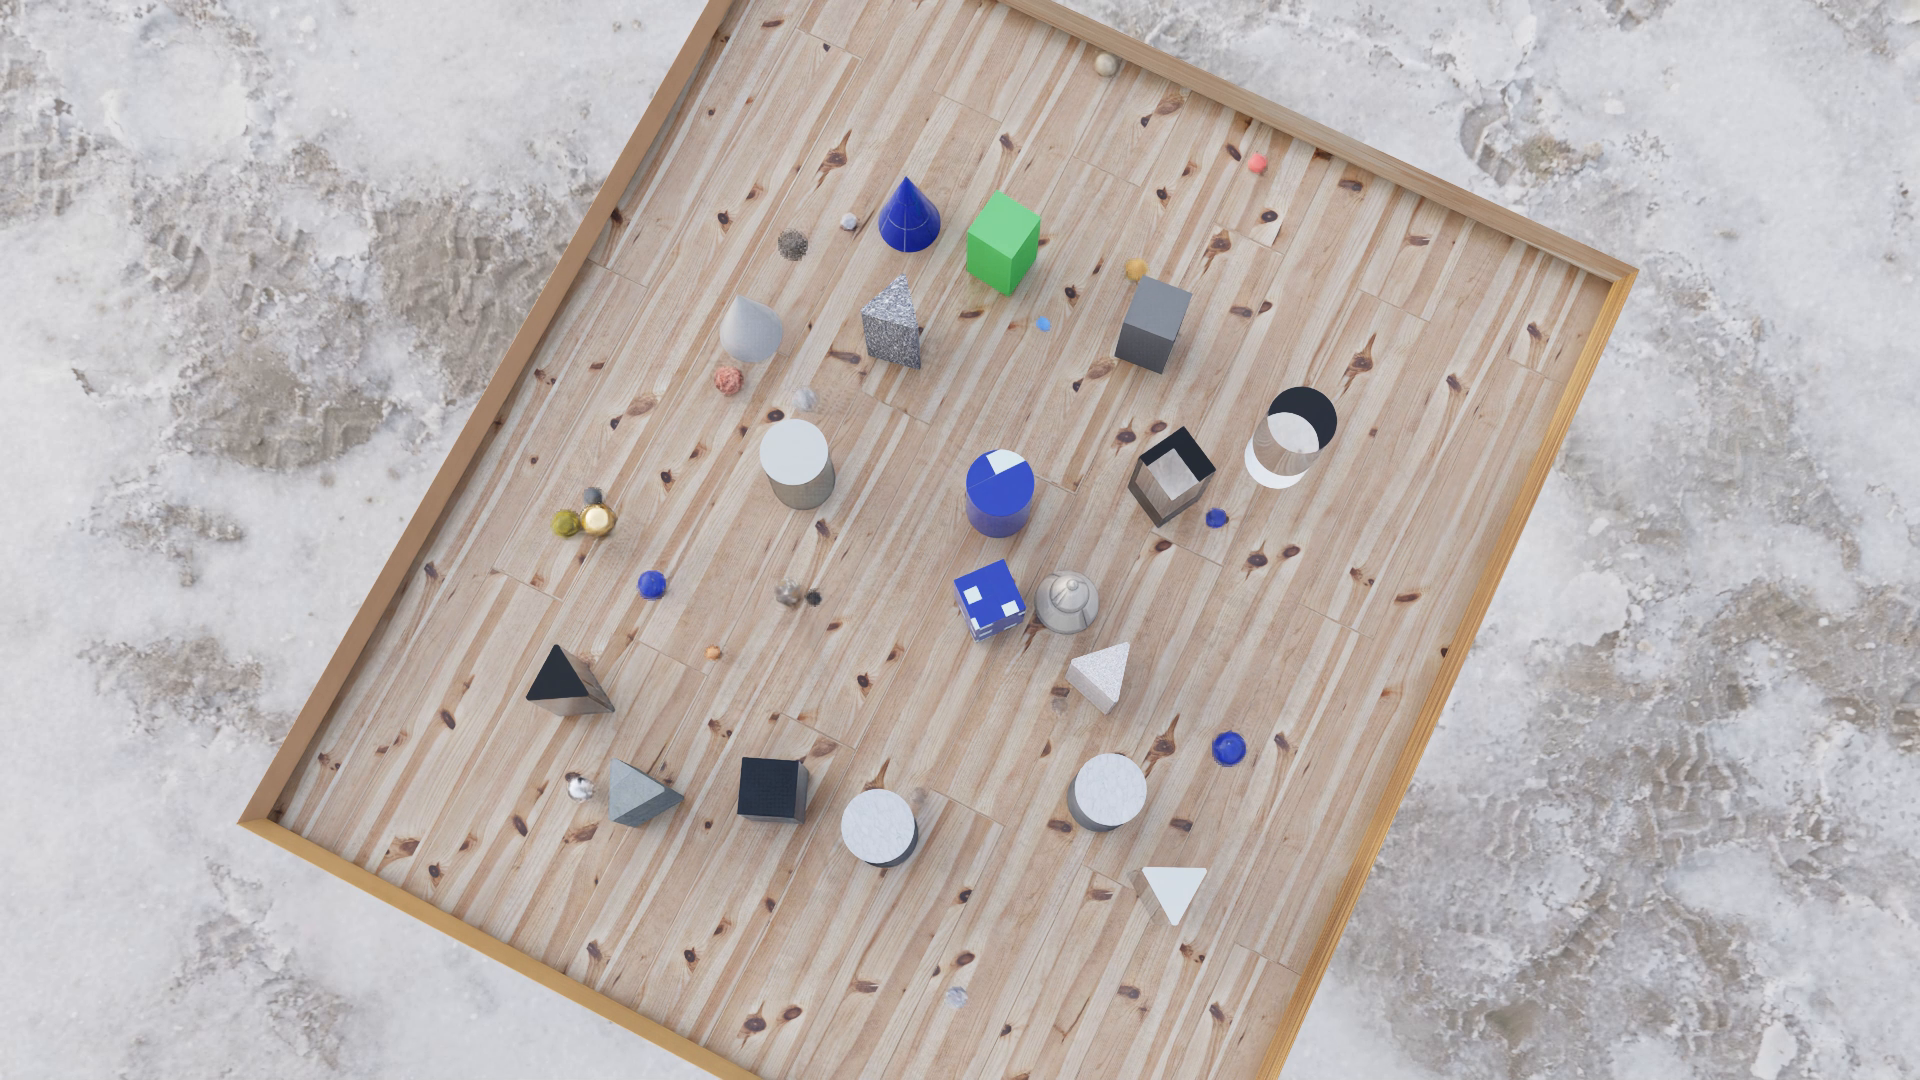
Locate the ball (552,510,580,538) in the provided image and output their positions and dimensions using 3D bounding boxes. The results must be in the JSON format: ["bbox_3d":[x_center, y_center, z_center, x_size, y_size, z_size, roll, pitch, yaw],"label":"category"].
[{"bbox_3d":[-1.200,-0.047,5.583,0.084,0.084,0.084,0,78,0],"label":"ball"}]

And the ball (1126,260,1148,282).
[{"bbox_3d":[0.554,-0.846,5.757,0.069,0.069,0.069,0,78,0],"label":"ball"}]

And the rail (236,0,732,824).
[{"bbox_3d":[-1.320,-0.639,5.682,0.045,0.129,3.394,26,80,5],"label":"rail"}]

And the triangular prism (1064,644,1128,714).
[{"bbox_3d":[0.429,0.381,5.368,0.173,0.333,0.149,42,81,8],"label":"triangular prism"}]

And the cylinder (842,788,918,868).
[{"bbox_3d":[-0.223,0.824,5.204,0.199,0.475,0.199,0,78,0],"label":"cylinder"}]

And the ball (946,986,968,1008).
[{"bbox_3d":[-0.010,1.325,5.311,0.062,0.062,0.062,0,78,0],"label":"ball"}]

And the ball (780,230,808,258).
[{"bbox_3d":[-0.522,-0.930,5.764,0.089,0.089,0.089,0,78,0],"label":"ball"}]

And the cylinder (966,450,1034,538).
[{"bbox_3d":[0.117,-0.135,5.484,0.199,0.314,0.199,0,78,0],"label":"cylinder"}]

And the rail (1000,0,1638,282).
[{"bbox_3d":[0.748,-1.459,5.851,2.998,0.129,0.045,26,80,5],"label":"rail"}]

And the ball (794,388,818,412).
[{"bbox_3d":[-0.479,-0.436,5.669,0.074,0.074,0.074,0,78,0],"label":"ball"}]

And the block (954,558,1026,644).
[{"bbox_3d":[0.086,0.183,5.444,0.159,0.264,0.159,-23,79,-5],"label":"block"}]

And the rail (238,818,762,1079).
[{"bbox_3d":[-0.748,1.472,5.245,2.998,0.129,0.045,26,80,5],"label":"rail"}]

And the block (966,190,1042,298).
[{"bbox_3d":[0.132,-0.907,5.630,0.159,0.341,0.159,33,80,6],"label":"block"}]

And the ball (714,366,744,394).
[{"bbox_3d":[-0.714,-0.496,5.674,0.088,0.088,0.088,0,78,0],"label":"ball"}]

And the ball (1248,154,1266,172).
[{"bbox_3d":[0.946,-1.198,5.836,0.056,0.056,0.056,0,78,0],"label":"ball"}]

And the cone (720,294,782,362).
[{"bbox_3d":[-0.656,-0.689,5.578,0.199,0.356,0.199,0,78,0],"label":"cone"}]

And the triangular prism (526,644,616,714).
[{"bbox_3d":[-1.128,0.406,5.325,0.173,0.407,0.149,-4,78,-1],"label":"triangular prism"}]

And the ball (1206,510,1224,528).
[{"bbox_3d":[0.779,-0.065,5.600,0.059,0.059,0.059,0,78,0],"label":"ball"}]

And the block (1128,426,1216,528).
[{"bbox_3d":[0.627,-0.182,5.457,0.159,0.386,0.159,-34,80,-7],"label":"block"}]

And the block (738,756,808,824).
[{"bbox_3d":[-0.536,0.726,5.288,0.159,0.350,0.159,4,78,1],"label":"block"}]

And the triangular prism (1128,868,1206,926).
[{"bbox_3d":[0.557,0.973,5.174,0.149,0.472,0.173,31,80,6],"label":"triangular prism"}]

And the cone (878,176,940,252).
[{"bbox_3d":[-0.160,-1.046,5.640,0.199,0.378,0.199,0,78,0],"label":"cone"}]

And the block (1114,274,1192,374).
[{"bbox_3d":[0.586,-0.652,5.580,0.159,0.336,0.159,22,79,4],"label":"block"}]

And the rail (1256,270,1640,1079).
[{"bbox_3d":[1.320,0.653,5.414,0.045,0.129,3.394,26,80,5],"label":"rail"}]

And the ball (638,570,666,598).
[{"bbox_3d":[-0.932,0.132,5.546,0.085,0.085,0.085,0,78,0],"label":"ball"}]

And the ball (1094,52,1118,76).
[{"bbox_3d":[0.470,-1.531,5.894,0.077,0.077,0.077,0,78,0],"label":"ball"}]

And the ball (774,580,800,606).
[{"bbox_3d":[-0.521,0.159,5.544,0.078,0.078,0.078,0,78,0],"label":"ball"}]

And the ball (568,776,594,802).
[{"bbox_3d":[-1.123,0.739,5.424,0.078,0.078,0.078,0,78,0],"label":"ball"}]

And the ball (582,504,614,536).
[{"bbox_3d":[-1.101,-0.061,5.579,0.100,0.100,0.100,0,78,0],"label":"ball"}]

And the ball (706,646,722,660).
[{"bbox_3d":[-0.742,0.340,5.524,0.044,0.044,0.044,0,78,0],"label":"ball"}]

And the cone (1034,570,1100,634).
[{"bbox_3d":[0.325,0.153,5.404,0.199,0.355,0.199,0,78,0],"label":"cone"}]

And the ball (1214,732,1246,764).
[{"bbox_3d":[0.801,0.618,5.438,0.098,0.098,0.098,0,78,0],"label":"ball"}]

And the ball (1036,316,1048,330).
[{"bbox_3d":[0.258,-0.678,5.736,0.041,0.041,0.041,0,78,0],"label":"ball"}]

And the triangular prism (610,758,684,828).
[{"bbox_3d":[-0.932,0.709,5.278,0.173,0.375,0.149,-29,80,-6],"label":"triangular prism"}]

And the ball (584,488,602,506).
[{"bbox_3d":[-1.123,-0.129,5.615,0.056,0.056,0.056,0,78,0],"label":"ball"}]

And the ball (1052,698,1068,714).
[{"bbox_3d":[0.298,0.497,5.489,0.048,0.048,0.048,0,78,0],"label":"ball"}]

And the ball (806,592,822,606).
[{"bbox_3d":[-0.443,0.178,5.557,0.044,0.044,0.044,0,78,0],"label":"ball"}]

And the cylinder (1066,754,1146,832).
[{"bbox_3d":[0.417,0.730,5.264,0.199,0.394,0.199,0,78,0],"label":"cylinder"}]

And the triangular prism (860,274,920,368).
[{"bbox_3d":[-0.185,-0.669,5.548,0.173,0.406,0.149,17,79,3],"label":"triangular prism"}]

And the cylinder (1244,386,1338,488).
[{"bbox_3d":[0.980,-0.300,5.457,0.199,0.434,0.199,0,78,0],"label":"cylinder"}]

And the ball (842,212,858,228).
[{"bbox_3d":[-0.350,-1.011,5.801,0.048,0.048,0.048,0,78,0],"label":"ball"}]

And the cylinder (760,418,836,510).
[{"bbox_3d":[-0.484,-0.222,5.493,0.199,0.332,0.199,0,78,0],"label":"cylinder"}]

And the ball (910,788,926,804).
[{"bbox_3d":[-0.124,0.759,5.436,0.047,0.047,0.047,0,78,0],"label":"ball"}]
